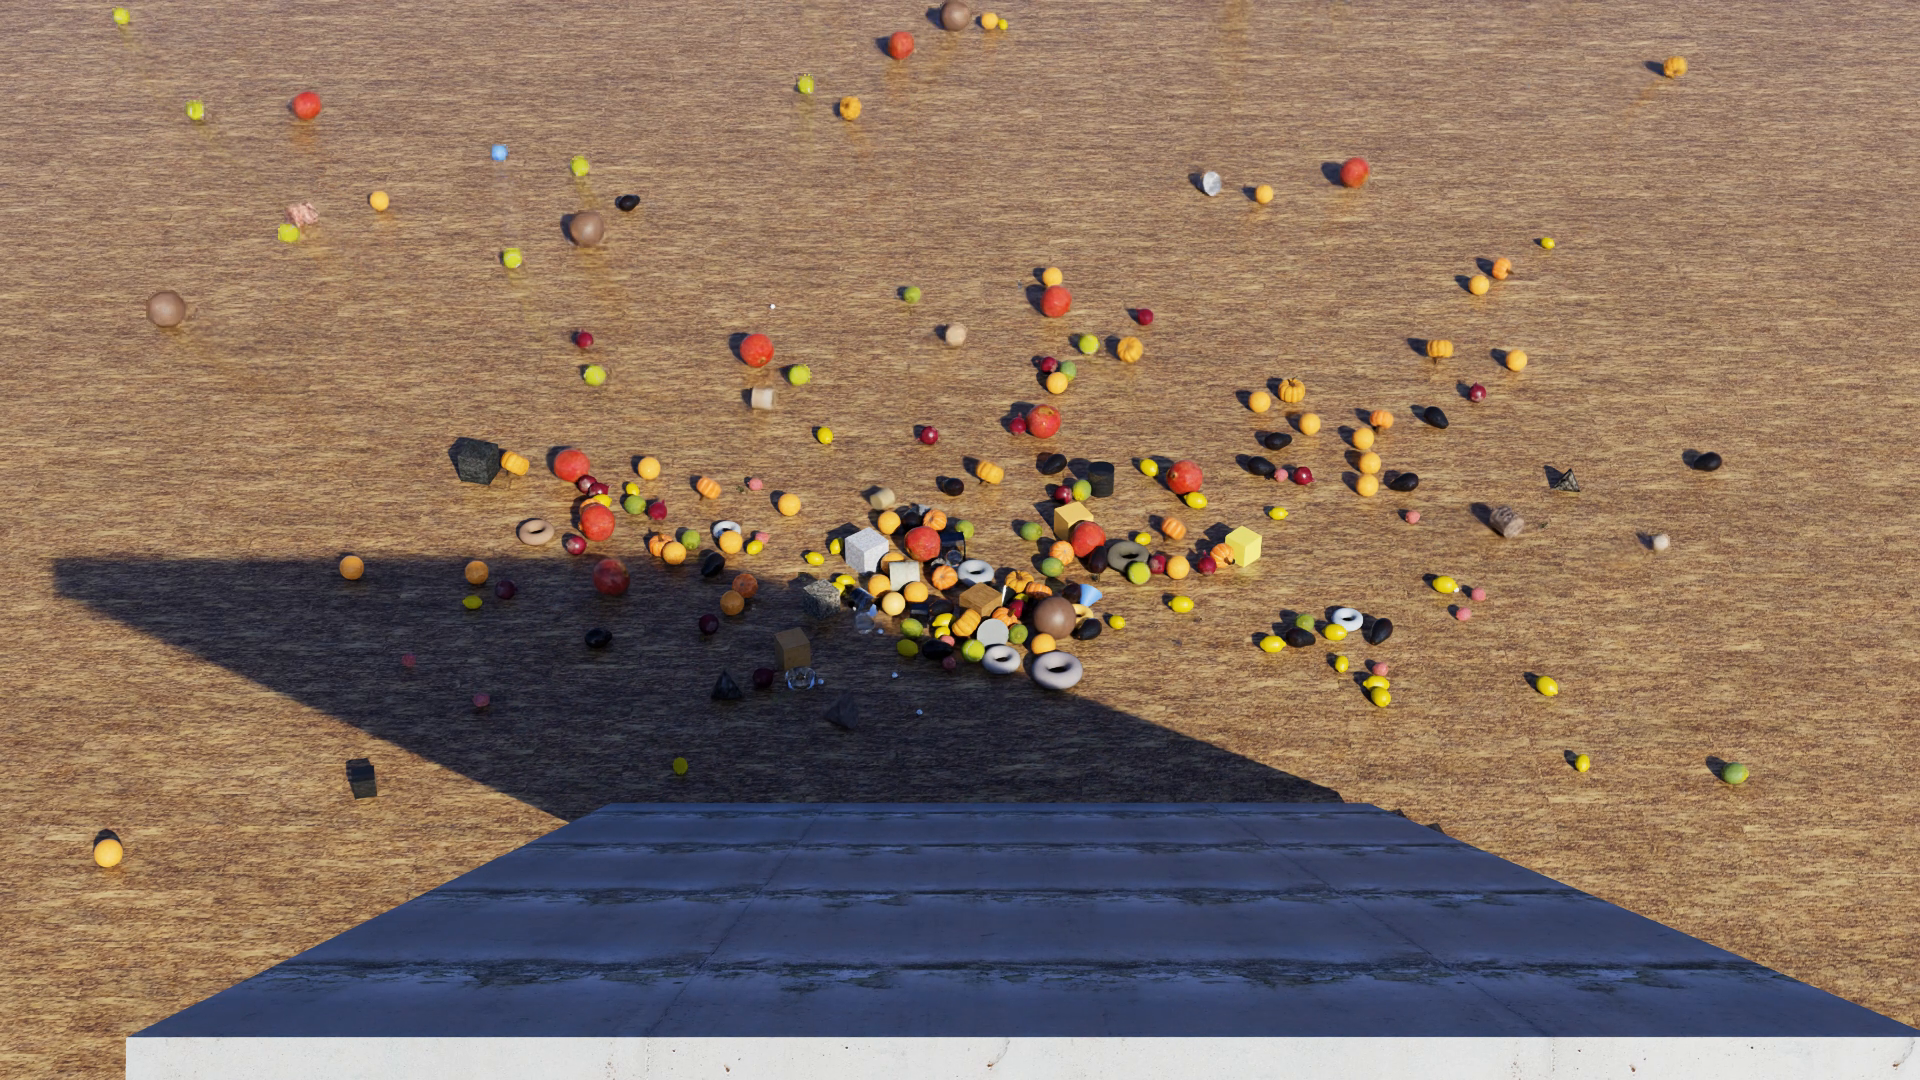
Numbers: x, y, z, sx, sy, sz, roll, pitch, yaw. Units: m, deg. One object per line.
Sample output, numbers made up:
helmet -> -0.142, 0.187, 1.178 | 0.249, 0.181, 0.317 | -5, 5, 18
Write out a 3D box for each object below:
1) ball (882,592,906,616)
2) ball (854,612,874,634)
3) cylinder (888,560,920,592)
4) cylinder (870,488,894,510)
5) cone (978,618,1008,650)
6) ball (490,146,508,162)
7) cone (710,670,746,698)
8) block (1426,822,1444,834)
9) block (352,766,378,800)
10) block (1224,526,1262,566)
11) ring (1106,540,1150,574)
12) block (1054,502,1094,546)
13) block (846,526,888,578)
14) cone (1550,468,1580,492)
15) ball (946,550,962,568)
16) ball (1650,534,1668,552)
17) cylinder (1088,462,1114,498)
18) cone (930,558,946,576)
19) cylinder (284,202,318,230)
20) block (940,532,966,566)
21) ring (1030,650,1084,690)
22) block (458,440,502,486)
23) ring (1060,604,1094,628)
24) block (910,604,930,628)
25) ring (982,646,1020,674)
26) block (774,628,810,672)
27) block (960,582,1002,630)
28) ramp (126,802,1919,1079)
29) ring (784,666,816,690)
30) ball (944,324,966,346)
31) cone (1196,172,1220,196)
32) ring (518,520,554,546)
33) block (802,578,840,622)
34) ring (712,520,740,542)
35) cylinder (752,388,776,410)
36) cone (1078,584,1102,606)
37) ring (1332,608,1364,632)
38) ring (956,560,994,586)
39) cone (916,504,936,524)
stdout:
ball -> -0.196, 0.187, 7.649 | 0.070, 0.070, 0.070 | 0, 36, 0
ball -> -0.281, 0.243, 7.580 | 0.060, 0.060, 0.060 | 0, 36, 0
cylinder -> -0.166, 0.107, 7.746 | 0.086, 0.086, 0.086 | -3, 36, -4
cylinder -> -0.242, -0.128, 8.099 | 0.055, 0.055, 0.055 | 29, 45, 34
cone -> 0.090, 0.266, 7.563 | 0.093, 0.093, 0.093 | -4, 9, -6
ball -> -1.770, -1.485, 9.978 | 0.062, 0.062, 0.062 | 0, 36, 0
cone -> -0.645, 0.426, 7.342 | 0.090, 0.090, 0.090 | 27, 36, -8
block -> 1.217, 0.810, 6.764 | 0.093, 0.093, 0.093 | -12, 37, -16
block -> -1.606, 0.654, 7.009 | 0.060, 0.060, 0.060 | -7, 36, -10
block -> 0.857, 0.020, 7.875 | 0.077, 0.077, 0.077 | 30, 45, 35
ring -> 0.509, 0.052, 7.858 | 0.135, 0.045, 0.135 | 0, 37, 0
block -> 0.347, -0.050, 7.963 | 0.087, 0.087, 0.087 | -17, 39, -23
block -> -0.281, 0.036, 7.839 | 0.093, 0.093, 0.093 | -26, 43, -32
cone -> 1.897, -0.174, 8.179 | 0.083, 0.083, 0.083 | -22, 33, 16
ball -> -0.018, 0.056, 7.817 | 0.053, 0.053, 0.053 | 0, 36, 0
ball -> 2.129, 0.010, 7.910 | 0.052, 0.052, 0.052 | 0, 36, 0
cylinder -> 0.443, -0.190, 8.162 | 0.083, 0.083, 0.083 | 0, 36, 0
cone -> -0.073, 0.079, 7.838 | 0.053, 0.053, 0.053 | -11, 5, -15
cylinder -> -2.422, -1.192, 9.551 | 0.085, 0.085, 0.085 | -27, 44, -32
block -> -0.022, 0.026, 7.872 | 0.071, 0.071, 0.071 | -4, 36, -5
ring -> 0.277, 0.372, 7.411 | 0.150, 0.050, 0.150 | -1, 35, 1
block -> -1.522, -0.246, 8.228 | 0.097, 0.097, 0.097 | 9, 37, 12
ring -> 0.342, 0.224, 7.629 | 0.101, 0.034, 0.101 | 1, 36, -1
block -> -0.119, 0.222, 7.615 | 0.052, 0.052, 0.052 | 2, 36, 3
ring -> 0.119, 0.344, 7.459 | 0.112, 0.037, 0.112 | -1, 37, 0
block -> -0.481, 0.314, 7.464 | 0.080, 0.080, 0.080 | -15, 38, -19
block -> 0.062, 0.195, 7.620 | 0.090, 0.090, 0.090 | 29, 45, 34
ramp -> 0.079, 0.672, 4.868 | 2.000, 0.100, 4.000 | 0, -2, 0
ring -> -0.454, 0.393, 7.396 | 0.093, 0.031, 0.093 | -1, 37, 0
ball -> -0.017, -0.699, 8.876 | 0.074, 0.074, 0.074 | 0, 36, 0
cone -> 0.920, -1.341, 9.796 | 0.090, 0.090, 0.090 | -27, 17, -33
ring -> -1.299, -0.023, 7.970 | 0.111, 0.037, 0.111 | -1, 36, 1
block -> -0.408, 0.176, 7.657 | 0.079, 0.079, 0.079 | -25, 43, -31
ring -> -0.716, -0.028, 7.983 | 0.086, 0.029, 0.086 | 0, 37, 0
cylinder -> -0.647, -0.464, 8.555 | 0.068, 0.068, 0.068 | 4, 36, 6
cone -> 0.370, 0.184, 7.684 | 0.077, 0.077, 0.077 | 18, 66, 23
ring -> 1.135, 0.233, 7.619 | 0.094, 0.031, 0.094 | 0, 37, 0
ring -> 0.045, 0.099, 7.798 | 0.115, 0.038, 0.115 | 1, 35, -1
cone -> -0.118, -0.068, 8.040 | 0.061, 0.061, 0.061 | 26, 78, 31
